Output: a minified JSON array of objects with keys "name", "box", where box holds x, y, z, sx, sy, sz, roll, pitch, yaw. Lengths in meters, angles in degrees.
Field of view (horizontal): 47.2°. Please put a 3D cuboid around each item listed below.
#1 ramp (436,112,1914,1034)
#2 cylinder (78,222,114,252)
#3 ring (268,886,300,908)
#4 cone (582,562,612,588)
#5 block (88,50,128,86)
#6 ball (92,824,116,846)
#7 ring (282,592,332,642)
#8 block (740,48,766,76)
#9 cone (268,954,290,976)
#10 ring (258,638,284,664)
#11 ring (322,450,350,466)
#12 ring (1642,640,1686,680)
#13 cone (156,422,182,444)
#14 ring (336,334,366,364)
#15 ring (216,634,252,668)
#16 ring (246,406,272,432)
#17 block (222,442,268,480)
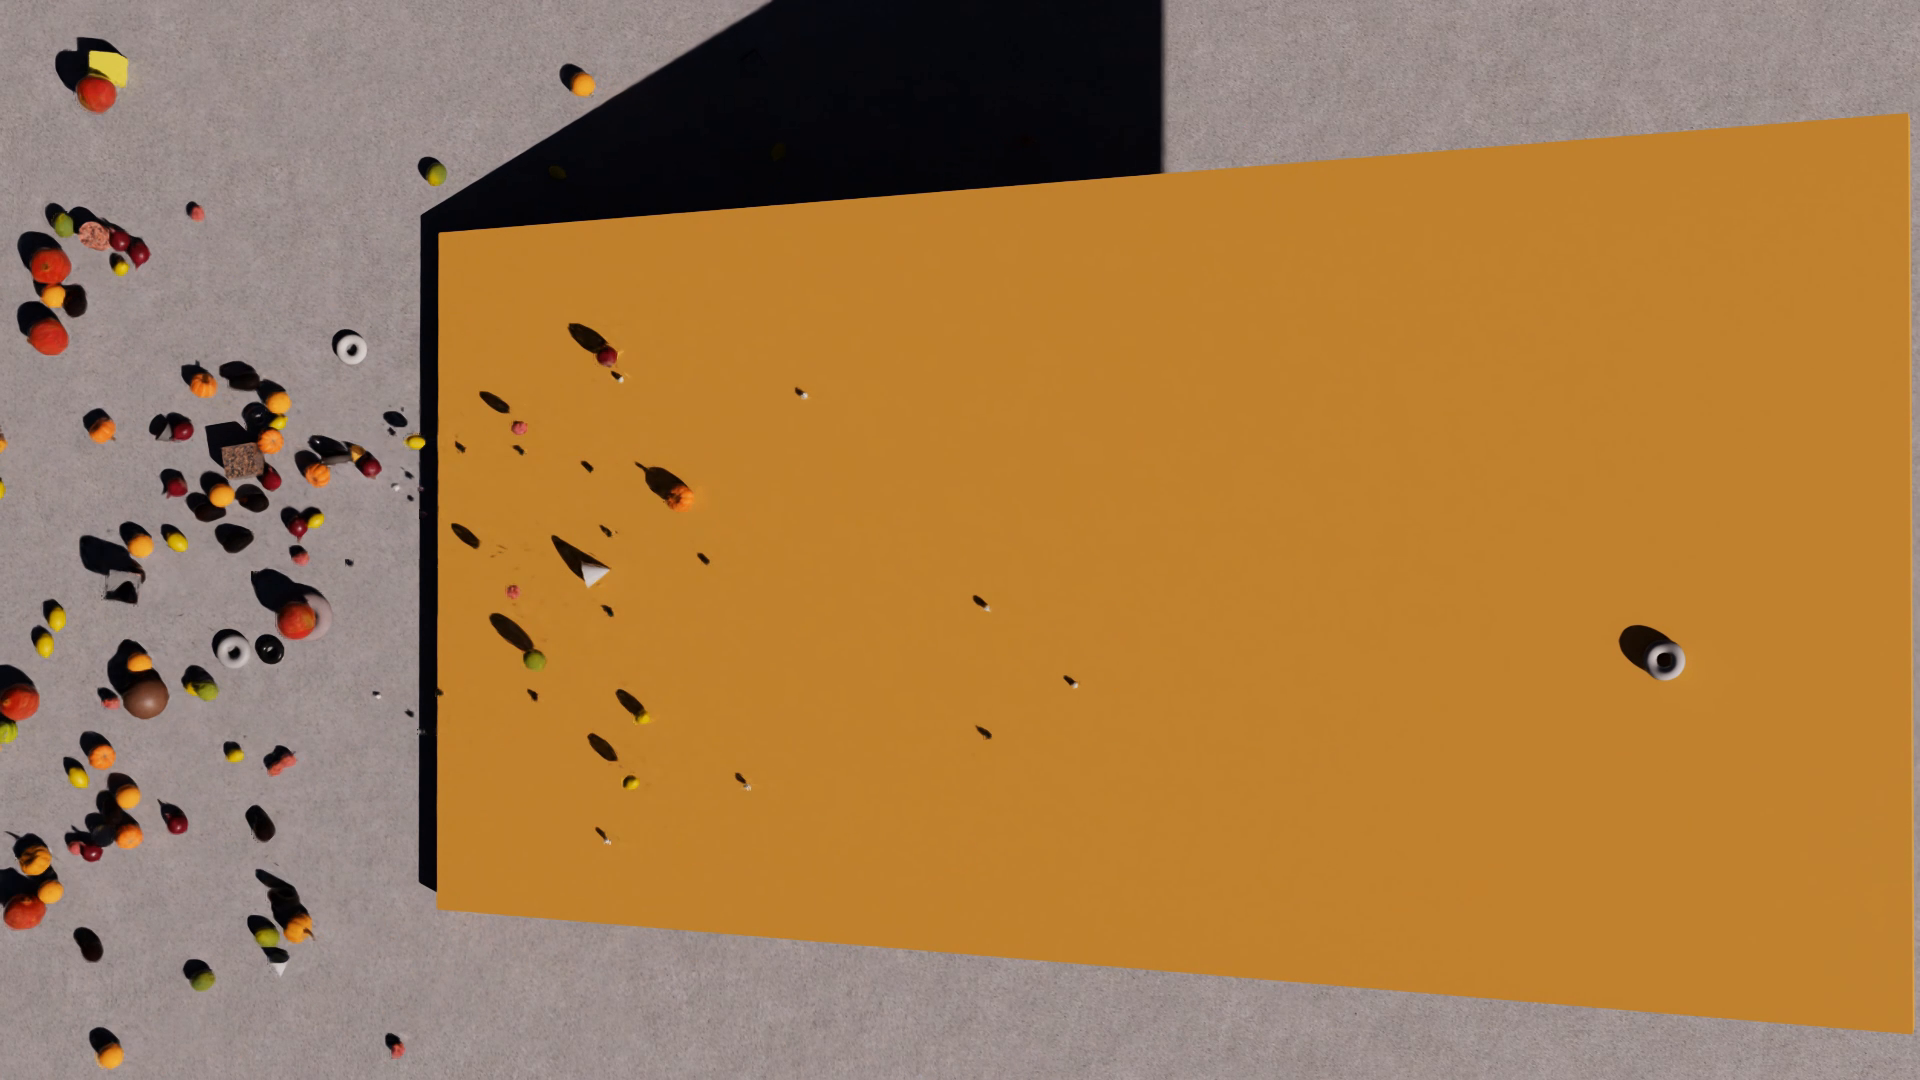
[{"name":"ramp","box":[0.281,0.081,5.682,4.000,0.100,2.000,0,89,26]},{"name":"cylinder","box":[-2.578,-0.907,6.565,0.077,0.077,0.077,0,89,0]},{"name":"ring","box":[-2.009,1.062,6.534,0.098,0.098,0.033,26,101,0]},{"name":"cone","box":[-1.025,0.091,6.234,0.078,0.078,0.078,-13,89,-2]},{"name":"block","box":[-2.545,-1.407,6.568,0.083,0.083,0.083,5,89,0]},{"name":"ball","box":[-2.549,0.881,6.550,0.066,0.066,0.066,0,89,0]},{"name":"ring","box":[-1.947,0.230,6.566,0.150,0.050,0.150,0,89,0]},{"name":"block","box":[-0.618,-1.430,6.583,0.052,0.052,0.052,-38,89,0]},{"name":"cone","box":[-2.028,1.277,6.559,0.062,0.062,0.062,2,107,0]},{"name":"ring","box":[-2.059,0.333,6.577,0.079,0.026,0.079,0,91,0]},{"name":"ring","box":[-1.857,-0.244,6.546,0.087,0.087,0.029,-9,109,0]},{"name":"ring","box":[1.594,0.271,4.978,0.094,0.031,0.094,-1,88,27]},{"name":"cone","box":[-2.360,-0.308,6.582,0.067,0.067,0.067,36,89,-26]},{"name":"ring","box":[-1.822,-0.571,6.584,0.093,0.031,0.093,0,91,0]},{"name":"ring","box":[-2.171,0.333,6.573,0.103,0.034,0.103,0,90,-1]},{"name":"ring","box":[-2.099,-0.363,6.584,0.080,0.027,0.080,0,88,-1]},{"name":"block","box":[-2.131,-0.234,6.549,0.094,0.094,0.094,-10,89,0]}]
